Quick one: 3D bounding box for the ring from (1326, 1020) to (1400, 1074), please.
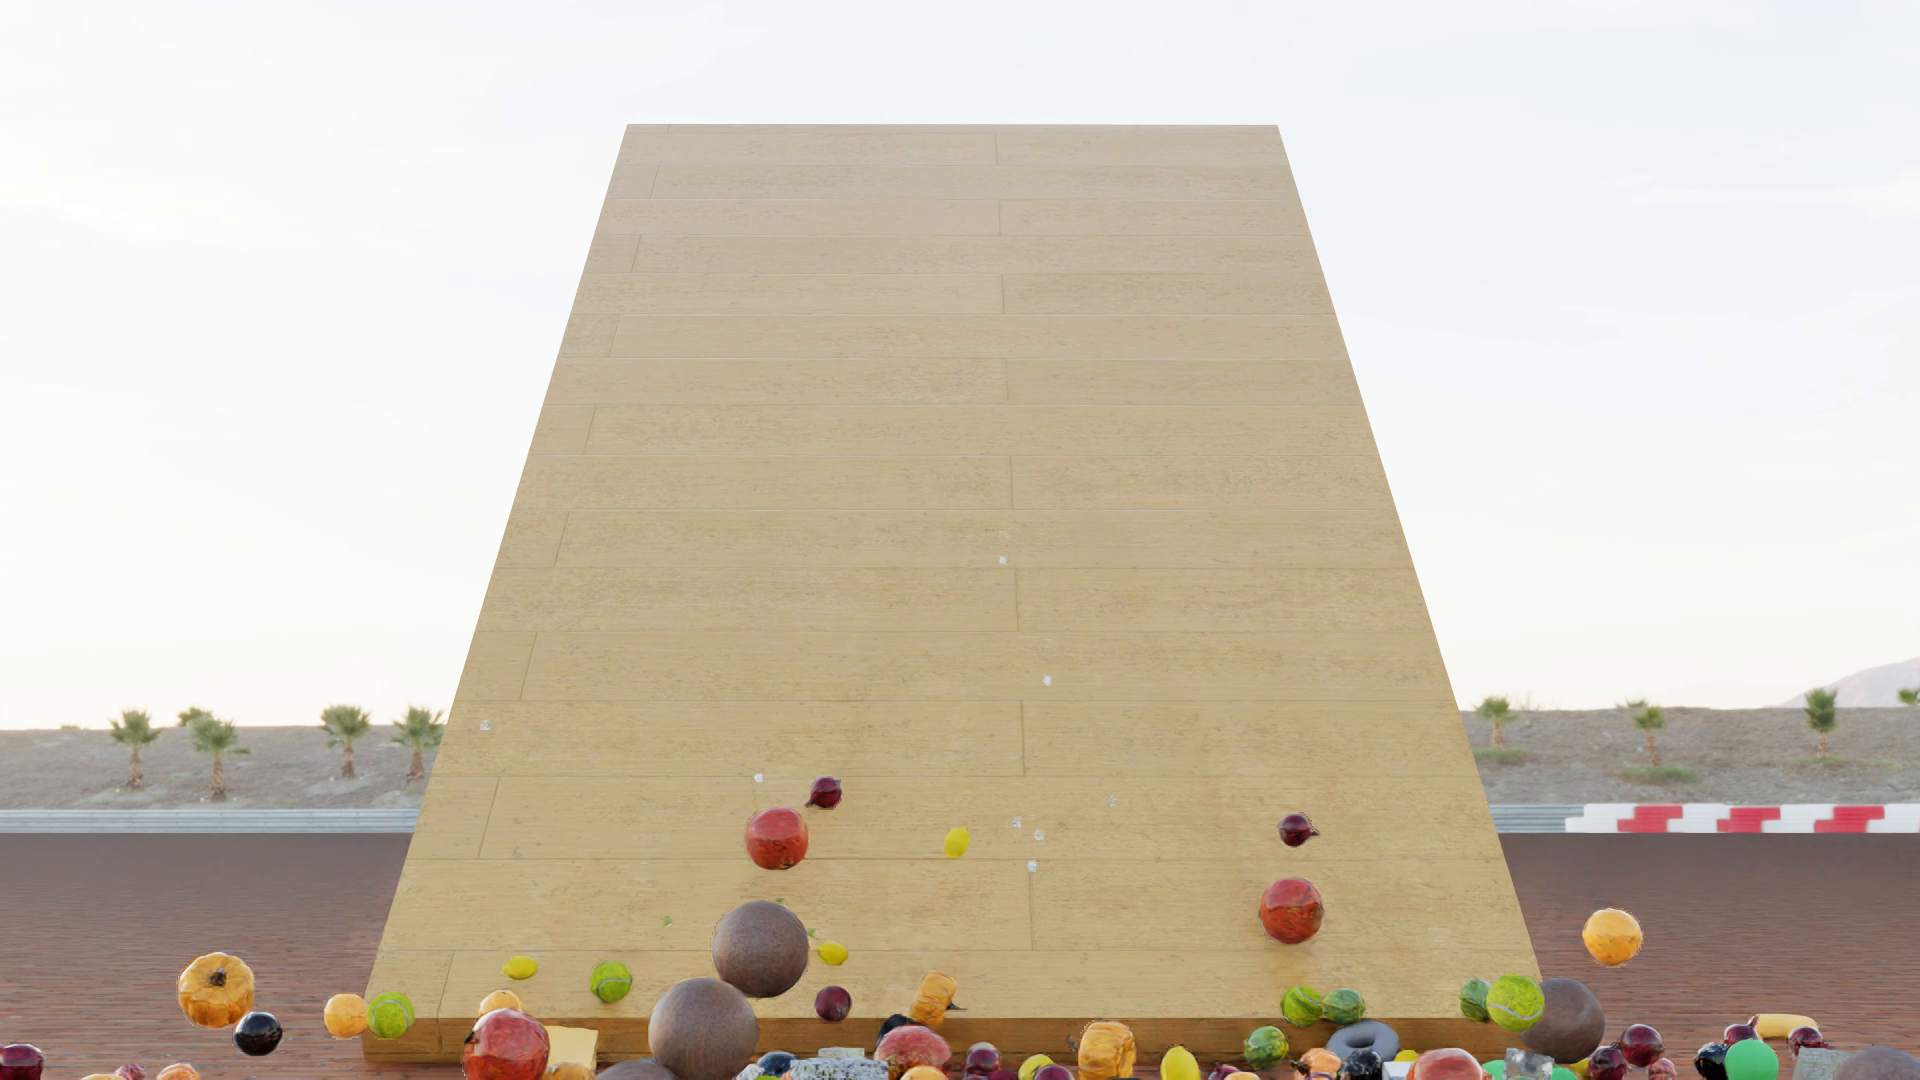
[{"bbox_3d":[0.656,0.825,3.961,0.120,0.040,0.120,-14,19,5],"label":"ring"}]

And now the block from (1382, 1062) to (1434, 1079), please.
[{"bbox_3d":[0.618,0.758,3.362,0.059,0.059,0.059,0,8,-2],"label":"block"}]

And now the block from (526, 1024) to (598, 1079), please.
[{"bbox_3d":[-0.541,0.723,3.309,0.085,0.085,0.085,6,26,-3],"label":"block"}]

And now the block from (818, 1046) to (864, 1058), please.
[{"bbox_3d":[-0.186,0.818,3.790,0.052,0.052,0.052,-4,-8,28],"label":"block"}]

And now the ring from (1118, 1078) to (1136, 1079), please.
[{"bbox_3d":[0.197,0.726,3.113,0.125,0.042,0.125,-7,-35,-5],"label":"ring"}]

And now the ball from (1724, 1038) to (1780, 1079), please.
[{"bbox_3d":[1.192,0.791,3.665,0.078,0.078,0.078,0,-7,0],"label":"ball"}]

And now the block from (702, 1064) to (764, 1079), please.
[{"bbox_3d":[-0.311,0.757,3.335,0.069,0.069,0.069,2,-7,-18],"label":"block"}]

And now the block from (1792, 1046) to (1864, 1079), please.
[{"bbox_3d":[1.120,0.712,3.141,0.076,0.076,0.076,4,-49,10],"label":"block"}]

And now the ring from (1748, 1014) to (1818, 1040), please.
[{"bbox_3d":[1.550,0.918,4.589,0.126,0.042,0.126,1,-6,0],"label":"ring"}]

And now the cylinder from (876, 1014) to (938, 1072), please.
[{"bbox_3d":[-0.085,0.810,3.921,0.072,0.072,0.072,32,-21,-24],"label":"cylinder"}]

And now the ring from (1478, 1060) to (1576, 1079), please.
[{"bbox_3d":[0.834,0.794,3.576,0.144,0.048,0.144,5,-8,1],"label":"ring"}]

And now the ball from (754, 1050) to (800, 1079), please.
[{"bbox_3d":[-0.252,0.756,3.402,0.084,0.084,0.084,0,-7,0],"label":"ball"}]

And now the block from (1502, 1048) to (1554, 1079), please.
[{"bbox_3d":[0.768,0.733,3.305,0.063,0.063,0.063,11,-23,14],"label":"block"}]

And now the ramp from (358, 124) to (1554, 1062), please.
[{"bbox_3d":[-0.014,-0.198,5.805,2.000,0.100,4.000,0,31,0],"label":"ramp"}]

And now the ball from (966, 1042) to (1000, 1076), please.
[{"bbox_3d":[0.036,0.829,3.886,0.054,0.054,0.054,0,-7,0],"label":"ball"}]

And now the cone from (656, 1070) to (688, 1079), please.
[{"bbox_3d":[-0.384,0.778,3.361,0.071,0.071,0.071,-4,-34,30],"label":"cone"}]

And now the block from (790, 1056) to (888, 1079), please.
[{"bbox_3d":[-0.157,0.722,3.151,0.094,0.094,0.094,4,-8,-30],"label":"block"}]
